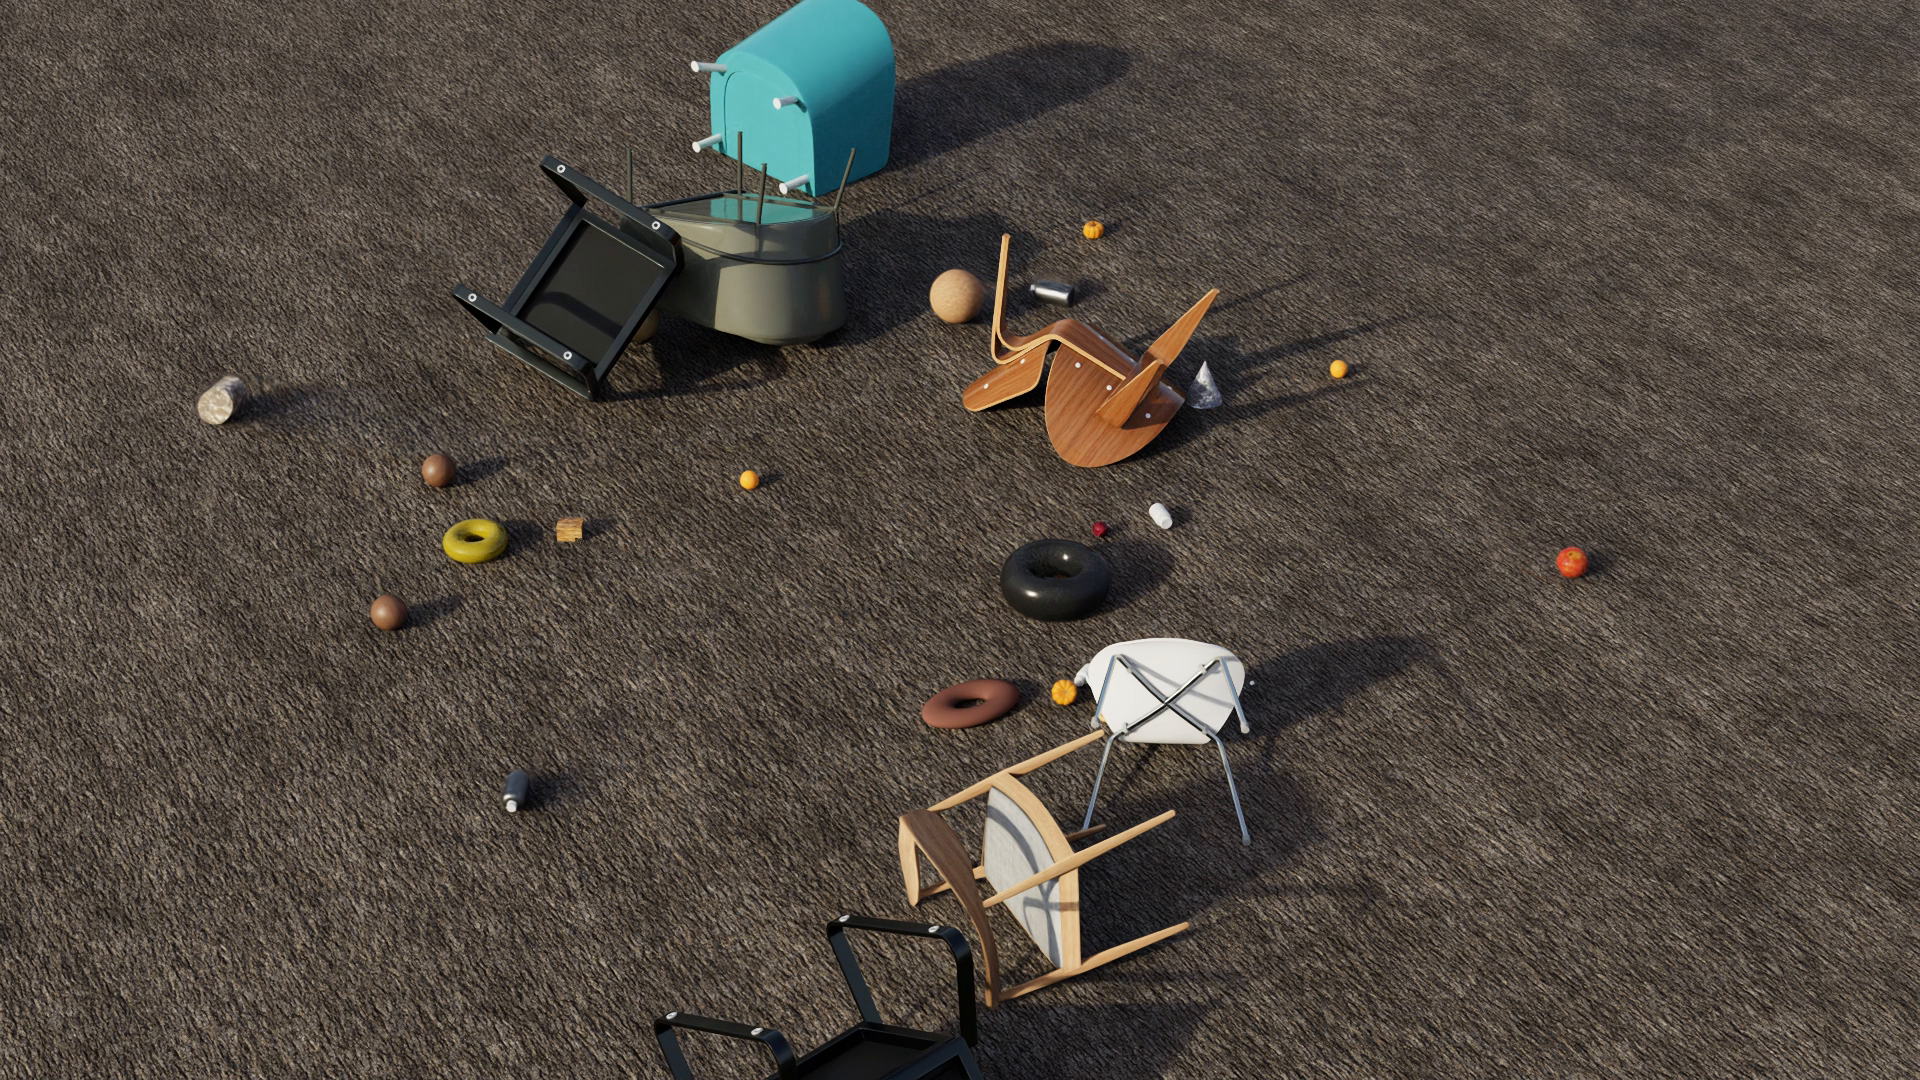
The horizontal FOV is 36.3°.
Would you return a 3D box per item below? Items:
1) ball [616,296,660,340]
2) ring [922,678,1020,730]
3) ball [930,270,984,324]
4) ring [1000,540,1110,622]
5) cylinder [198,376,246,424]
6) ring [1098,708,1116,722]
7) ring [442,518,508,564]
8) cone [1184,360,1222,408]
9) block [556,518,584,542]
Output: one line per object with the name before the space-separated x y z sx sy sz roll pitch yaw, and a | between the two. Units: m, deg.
ball | -1.336 -0.920 12.170 0.188 0.188 0.188 0 33 0
ring | 0.037 0.560 10.041 0.370 0.059 0.217 -18 36 -25
ball | -0.012 -1.021 12.286 0.228 0.228 0.228 0 33 0
ring | 0.344 0.144 10.579 0.402 0.165 0.387 1 35 4
cylinder | -2.924 -0.554 11.626 0.135 0.201 0.105 44 38 -8
ring | 0.500 0.599 10.017 0.061 0.021 0.068 -4 34 -4
ring | -1.796 0.003 10.869 0.240 0.080 0.242 -26 41 -32
cone | 0.978 -0.639 11.747 0.157 0.185 0.133 2 33 3
block | -1.454 -0.039 10.946 0.092 0.063 0.064 1 33 1
